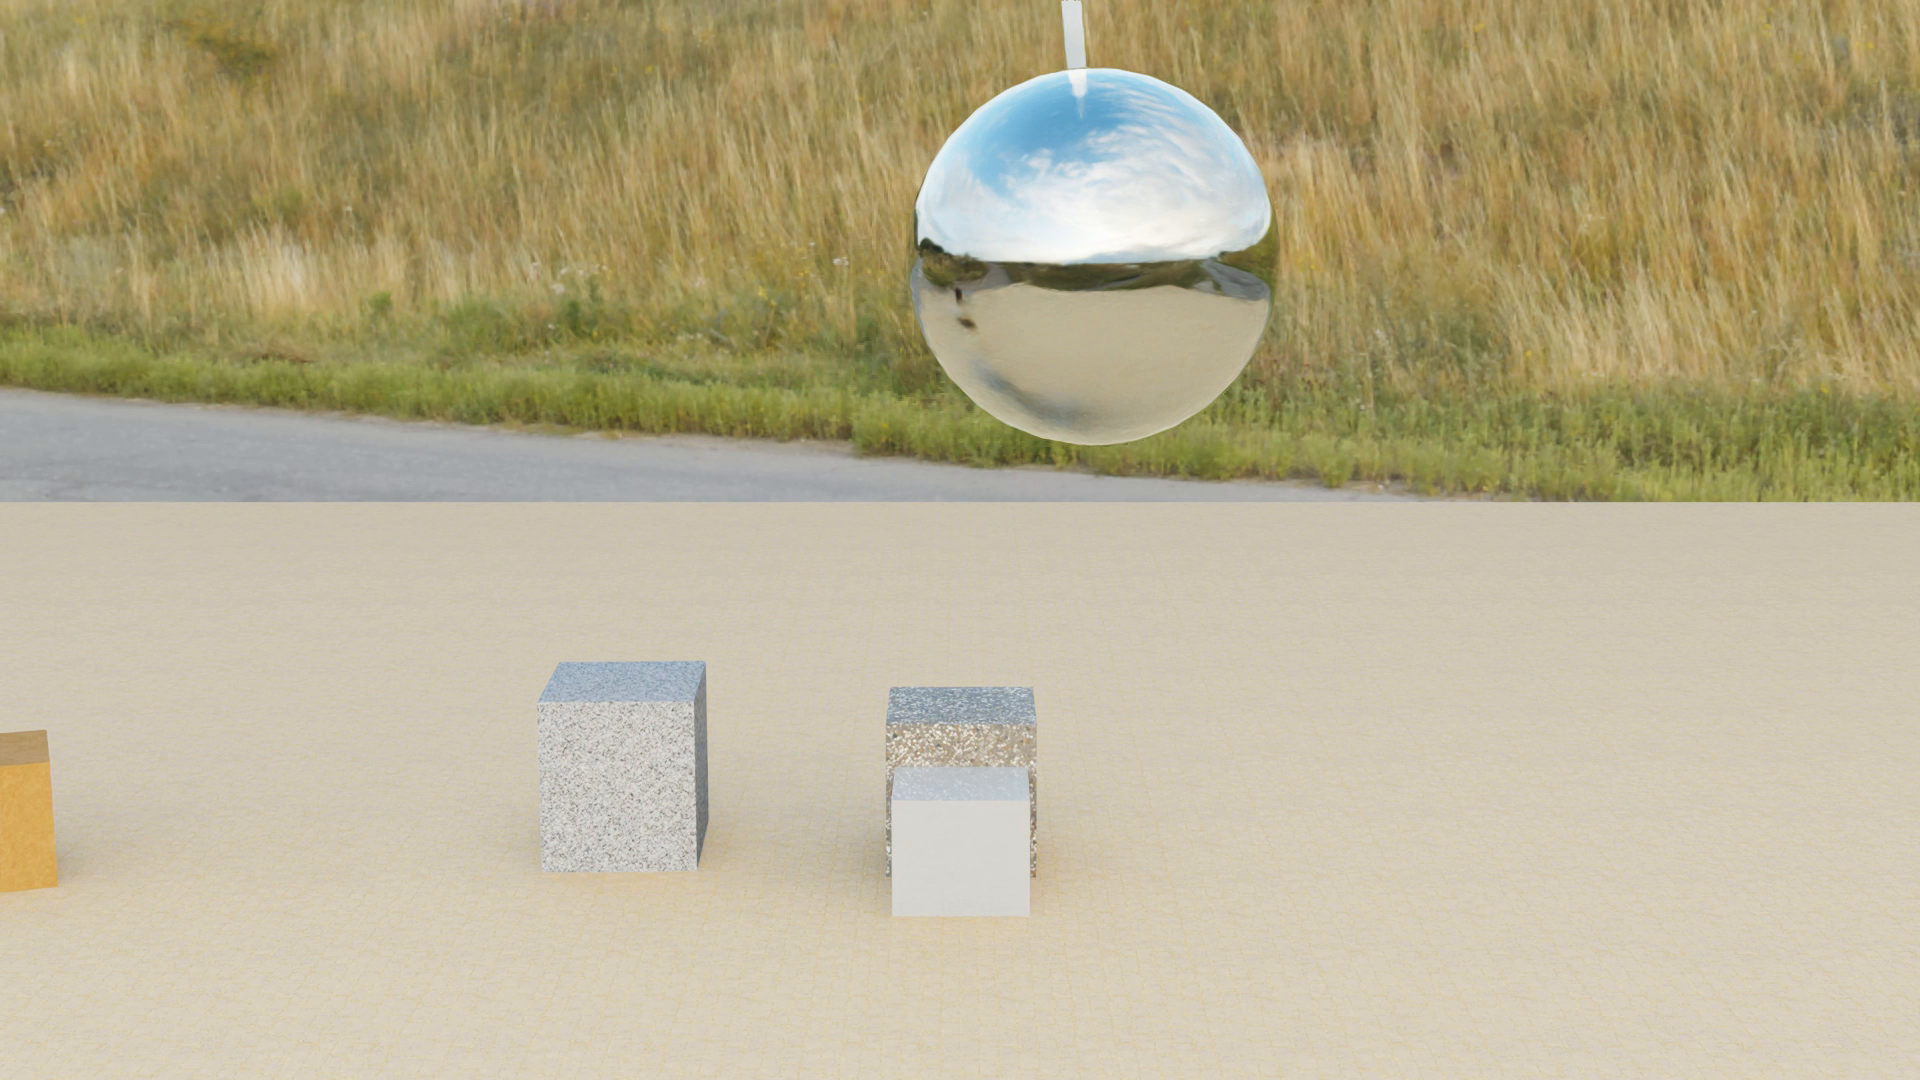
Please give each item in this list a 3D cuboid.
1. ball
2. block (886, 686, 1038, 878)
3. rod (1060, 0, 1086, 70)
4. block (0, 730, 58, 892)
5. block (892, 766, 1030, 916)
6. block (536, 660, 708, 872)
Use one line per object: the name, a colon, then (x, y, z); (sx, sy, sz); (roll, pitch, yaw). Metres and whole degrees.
ball: (0.568, -1.205, 10.961); (1.600, 1.600, 1.600); (0, 10, 0)
block: (0.006, 1.088, 11.636); (0.663, 0.697, 0.704); (0, 10, 0)
rod: (0.246, -4.535, 10.356); (0.080, 5.200, 0.080); (-5, 10, 1)
block: (-4.337, 1.209, 11.341); (0.614, 0.564, 0.604); (-4, 11, -20)
block: (0.004, 1.292, 11.044); (0.581, 0.506, 0.530); (0, 10, 0)
block: (-1.529, 1.025, 11.759); (0.688, 0.777, 0.796); (0, 10, -2)
